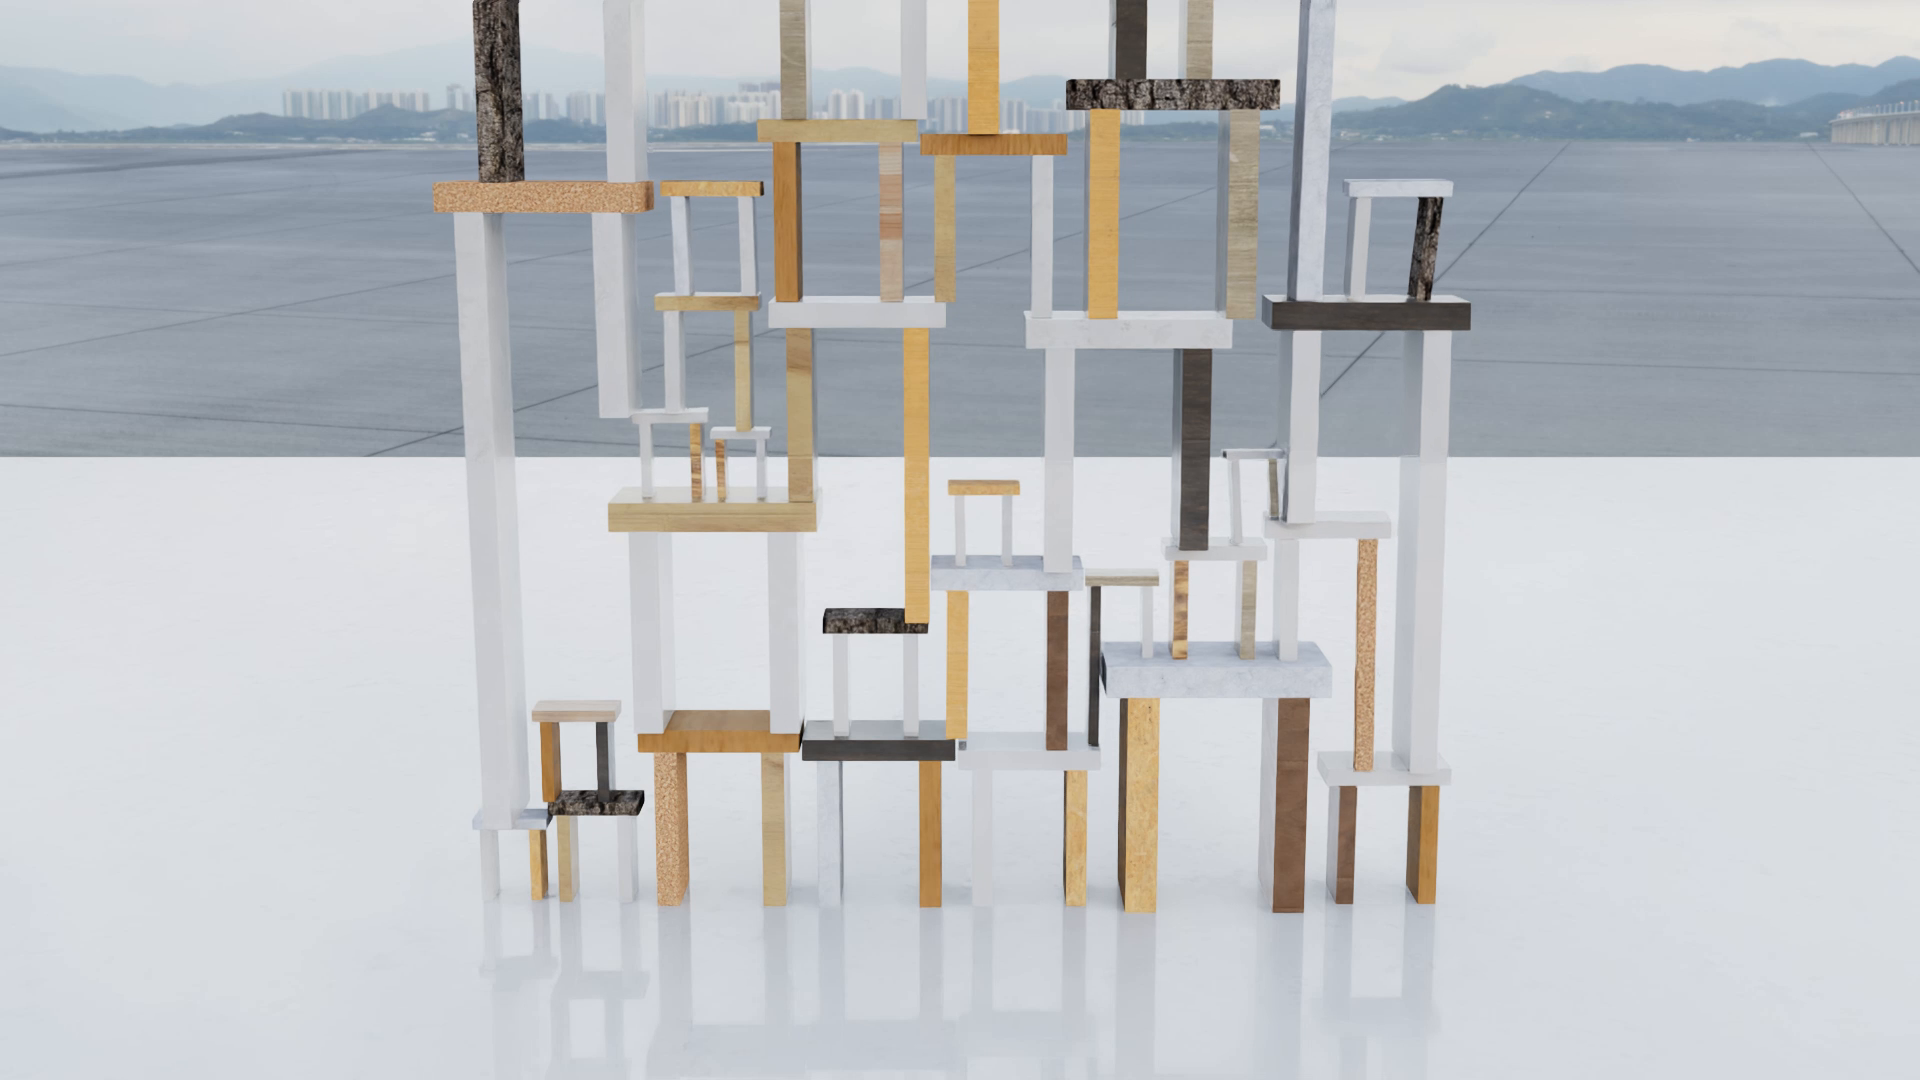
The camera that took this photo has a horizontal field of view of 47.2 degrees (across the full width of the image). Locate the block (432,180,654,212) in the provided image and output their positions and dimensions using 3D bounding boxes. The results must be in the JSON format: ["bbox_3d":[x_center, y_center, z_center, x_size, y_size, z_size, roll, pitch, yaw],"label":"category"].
[{"bbox_3d":[-0.650,-0.540,3.456,0.318,0.045,0.159,0,11,0],"label":"block"}]

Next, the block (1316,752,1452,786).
[{"bbox_3d":[0.698,0.377,3.629,0.202,0.029,0.101,0,11,0],"label":"block"}]

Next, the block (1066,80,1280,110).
[{"bbox_3d":[0.329,-0.694,3.430,0.320,0.045,0.160,0,11,0],"label":"block"}]

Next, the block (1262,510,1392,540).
[{"bbox_3d":[0.591,-0.025,3.552,0.200,0.028,0.100,0,10,5],"label":"block"}]

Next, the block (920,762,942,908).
[{"bbox_3d":[-0.049,0.469,3.642,0.035,0.248,0.124,0,11,0],"label":"block"}]

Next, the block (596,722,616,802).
[{"bbox_3d":[-0.584,0.357,3.624,0.019,0.136,0.068,0,11,0],"label":"block"}]

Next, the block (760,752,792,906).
[{"bbox_3d":[-0.304,0.461,3.649,0.037,0.261,0.131,0,11,0],"label":"block"}]

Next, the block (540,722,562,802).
[{"bbox_3d":[-0.674,0.357,3.624,0.019,0.136,0.068,0,11,0],"label":"block"}]

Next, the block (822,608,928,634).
[{"bbox_3d":[-0.136,0.132,3.585,0.170,0.024,0.085,0,11,0],"label":"block"}]

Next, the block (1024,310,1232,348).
[{"bbox_3d":[0.263,-0.335,3.495,0.320,0.045,0.160,0,11,0],"label":"block"}]

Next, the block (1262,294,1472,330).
[{"bbox_3d":[0.641,-0.362,3.490,0.307,0.043,0.153,0,11,2],"label":"block"}]

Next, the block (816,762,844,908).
[{"bbox_3d":[-0.214,0.469,3.642,0.035,0.248,0.124,0,11,0],"label":"block"}]

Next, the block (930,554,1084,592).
[{"bbox_3d":[0.075,0.053,3.571,0.245,0.035,0.122,0,11,0],"label":"block"}]

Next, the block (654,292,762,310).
[{"bbox_3d":[-0.399,-0.379,3.494,0.163,0.023,0.081,0,10,-1],"label":"block"}]

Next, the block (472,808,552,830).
[{"bbox_3d":[-0.741,0.462,3.644,0.122,0.017,0.061,0,11,0],"label":"block"}]

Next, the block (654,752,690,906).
[{"bbox_3d":[-0.478,0.461,3.650,0.037,0.261,0.131,0,11,0],"label":"block"}]

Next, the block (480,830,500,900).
[{"bbox_3d":[-0.781,0.530,3.657,0.017,0.121,0.061,0,11,0],"label":"block"}]

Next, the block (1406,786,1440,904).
[{"bbox_3d":[0.768,0.491,3.650,0.029,0.203,0.101,0,11,0],"label":"block"}]

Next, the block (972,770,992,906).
[{"bbox_3d":[0.036,0.477,3.645,0.033,0.231,0.116,0,11,0],"label":"block"}]

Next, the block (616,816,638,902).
[{"bbox_3d":[-0.551,0.518,3.652,0.021,0.148,0.074,0,11,0],"label":"block"}]

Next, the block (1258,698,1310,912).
[{"bbox_3d":[0.534,0.413,3.634,0.051,0.360,0.180,0,11,0],"label":"block"}]

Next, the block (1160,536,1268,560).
[{"bbox_3d":[0.410,0.014,3.559,0.164,0.023,0.082,0,11,0],"label":"block"}]

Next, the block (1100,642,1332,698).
[{"bbox_3d":[0.414,0.211,3.597,0.360,0.051,0.180,0,11,0],"label":"block"}]

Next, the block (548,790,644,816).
[{"bbox_3d":[-0.601,0.434,3.636,0.148,0.021,0.074,0,11,0],"label":"block"}]

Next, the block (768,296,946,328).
[{"bbox_3d":[-0.161,-0.363,3.492,0.275,0.039,0.138,0,11,0],"label":"block"}]

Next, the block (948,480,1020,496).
[{"bbox_3d":[0.038,-0.085,3.539,0.115,0.016,0.058,0,11,-1],"label":"block"}]

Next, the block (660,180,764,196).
[{"bbox_3d":[-0.389,-0.552,3.453,0.155,0.022,0.077,0,10,-1],"label":"block"}]

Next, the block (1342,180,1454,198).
[{"bbox_3d":[0.686,-0.552,3.449,0.159,0.023,0.080,0,13,2],"label":"block"}]

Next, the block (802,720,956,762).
[{"bbox_3d":[-0.131,0.329,3.617,0.248,0.035,0.124,0,11,0],"label":"block"}]

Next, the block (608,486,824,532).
[{"bbox_3d":[-0.391,-0.050,3.553,0.329,0.047,0.165,0,11,0],"label":"block"}]

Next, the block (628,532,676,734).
[{"bbox_3d":[-0.501,0.135,3.588,0.047,0.329,0.165,0,11,0],"label":"block"}]

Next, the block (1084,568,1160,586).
[{"bbox_3d":[0.262,0.060,3.566,0.120,0.017,0.060,0,11,1],"label":"block"}]

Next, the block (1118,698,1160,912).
[{"bbox_3d":[0.294,0.413,3.634,0.051,0.360,0.180,0,11,0],"label":"block"}]

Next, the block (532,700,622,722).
[{"bbox_3d":[-0.629,0.280,3.610,0.136,0.019,0.068,0,11,0],"label":"block"}]

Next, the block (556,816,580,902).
[{"bbox_3d":[-0.650,0.518,3.652,0.021,0.149,0.074,0,11,0],"label":"block"}]

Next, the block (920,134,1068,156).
[{"bbox_3d":[0.052,-0.619,3.439,0.226,0.032,0.113,0,11,0],"label":"block"}]

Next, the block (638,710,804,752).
[{"bbox_3d":[-0.391,0.314,3.622,0.261,0.037,0.130,0,11,0],"label":"block"}]

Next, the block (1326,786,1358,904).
[{"bbox_3d":[0.633,0.491,3.650,0.029,0.203,0.101,0,11,0],"label":"block"}]

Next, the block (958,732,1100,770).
[{"bbox_3d":[0.113,0.347,3.621,0.231,0.033,0.116,0,11,0],"label":"block"}]

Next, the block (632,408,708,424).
[{"bbox_3d":[-0.464,-0.200,3.531,0.119,0.017,0.059,-1,10,-4],"label":"block"}]

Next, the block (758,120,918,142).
[{"bbox_3d":[-0.189,-0.641,3.444,0.246,0.035,0.123,0,11,0],"label":"block"}]

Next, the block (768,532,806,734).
[{"bbox_3d":[-0.281,0.134,3.588,0.047,0.329,0.165,0,11,0],"label":"block"}]

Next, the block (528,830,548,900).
[{"bbox_3d":[-0.700,0.530,3.657,0.017,0.122,0.061,0,11,0],"label":"block"}]

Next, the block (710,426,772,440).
[{"bbox_3d":[-0.351,-0.171,3.522,0.095,0.013,0.047,0,10,0],"label":"block"}]

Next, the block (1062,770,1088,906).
[{"bbox_3d":[0.191,0.477,3.645,0.033,0.231,0.116,0,11,0],"label":"block"}]

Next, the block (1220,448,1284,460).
[{"bbox_3d":[0.470,-0.138,3.539,0.093,0.013,0.046,-1,7,-8],"label":"block"}]
